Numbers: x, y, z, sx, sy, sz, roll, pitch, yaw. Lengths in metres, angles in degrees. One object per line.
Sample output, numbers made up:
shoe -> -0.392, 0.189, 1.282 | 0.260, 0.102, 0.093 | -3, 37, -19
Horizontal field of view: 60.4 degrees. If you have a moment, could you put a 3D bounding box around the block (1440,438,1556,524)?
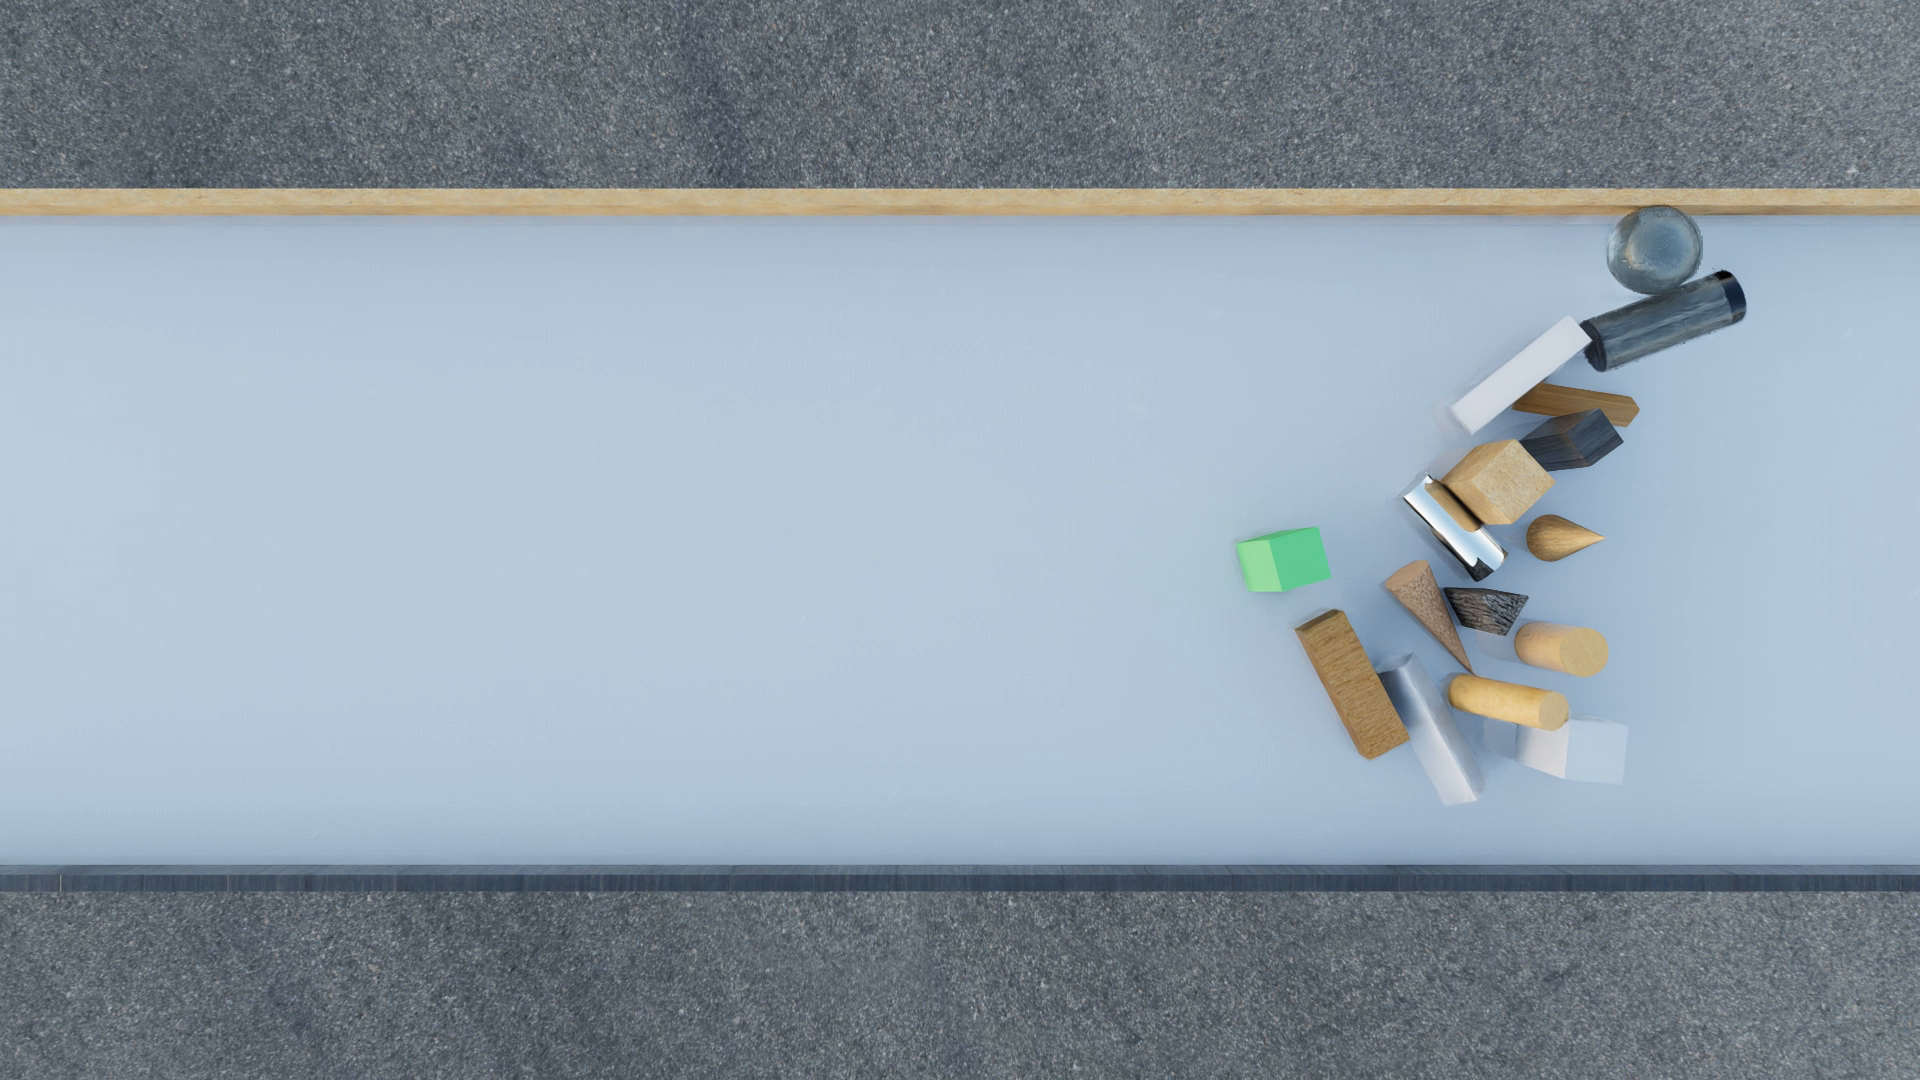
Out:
block -> 1.586, -0.168, 4.900 | 0.173, 0.353, 0.173 | -44, 90, 0

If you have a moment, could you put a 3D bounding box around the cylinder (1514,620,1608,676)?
cylinder -> 1.776, 0.320, 4.885 | 0.141, 0.384, 0.141 | 0, 90, 0

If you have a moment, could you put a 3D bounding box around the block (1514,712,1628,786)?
block -> 1.809, 0.606, 4.893 | 0.172, 0.358, 0.172 | 7, 90, -3

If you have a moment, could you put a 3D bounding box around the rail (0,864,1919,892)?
rail -> -2.247, 1.025, 5.001 | 12.000, 0.150, 0.050 | 0, 90, 0

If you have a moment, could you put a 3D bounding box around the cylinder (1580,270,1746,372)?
cylinder -> 2.124, -0.663, 4.994 | 0.443, 0.166, 0.166 | -20, 90, 0

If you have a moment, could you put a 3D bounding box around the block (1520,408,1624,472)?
block -> 1.804, -0.292, 4.881 | 0.120, 0.391, 0.120 | -36, 90, 0

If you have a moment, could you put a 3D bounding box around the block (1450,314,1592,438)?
block -> 1.675, -0.488, 4.935 | 0.429, 0.103, 0.103 | -39, 77, 10

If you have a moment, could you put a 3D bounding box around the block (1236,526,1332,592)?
block -> 0.958, 0.059, 4.904 | 0.153, 0.329, 0.153 | -15, 90, -7

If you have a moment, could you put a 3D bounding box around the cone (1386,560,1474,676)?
cone -> 1.473, 0.265, 5.041 | 0.145, 0.145, 0.405 | -36, 100, 0

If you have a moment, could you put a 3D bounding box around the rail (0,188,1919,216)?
rail -> -2.247, -1.025, 5.002 | 12.000, 0.150, 0.050 | 0, 90, 0

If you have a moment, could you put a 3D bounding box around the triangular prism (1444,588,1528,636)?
triangular prism -> 1.578, 0.185, 4.913 | 0.116, 0.324, 0.133 | -29, 94, -2

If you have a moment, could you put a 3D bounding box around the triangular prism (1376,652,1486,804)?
triangular prism -> 1.444, 0.579, 5.008 | 0.147, 0.127, 0.457 | -29, 90, 0

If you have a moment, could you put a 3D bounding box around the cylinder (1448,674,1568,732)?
cylinder -> 1.617, 0.478, 4.881 | 0.114, 0.377, 0.114 | -2, 94, -24

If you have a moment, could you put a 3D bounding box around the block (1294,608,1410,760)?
block -> 1.189, 0.436, 5.008 | 0.137, 0.137, 0.435 | -28, 90, 0

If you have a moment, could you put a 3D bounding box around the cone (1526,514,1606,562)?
cone -> 1.816, -0.006, 4.854 | 0.147, 0.445, 0.147 | 0, 90, 0

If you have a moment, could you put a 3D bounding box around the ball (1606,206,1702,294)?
ball -> 2.078, -0.868, 4.945 | 0.264, 0.264, 0.264 | 0, 90, 0

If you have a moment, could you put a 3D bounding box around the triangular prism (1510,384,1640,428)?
triangular prism -> 1.855, -0.425, 5.034 | 0.411, 0.081, 0.094 | 9, 90, 0

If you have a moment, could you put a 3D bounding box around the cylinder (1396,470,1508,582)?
cylinder -> 1.495, -0.042, 5.010 | 0.133, 0.133, 0.343 | -44, 90, 0
